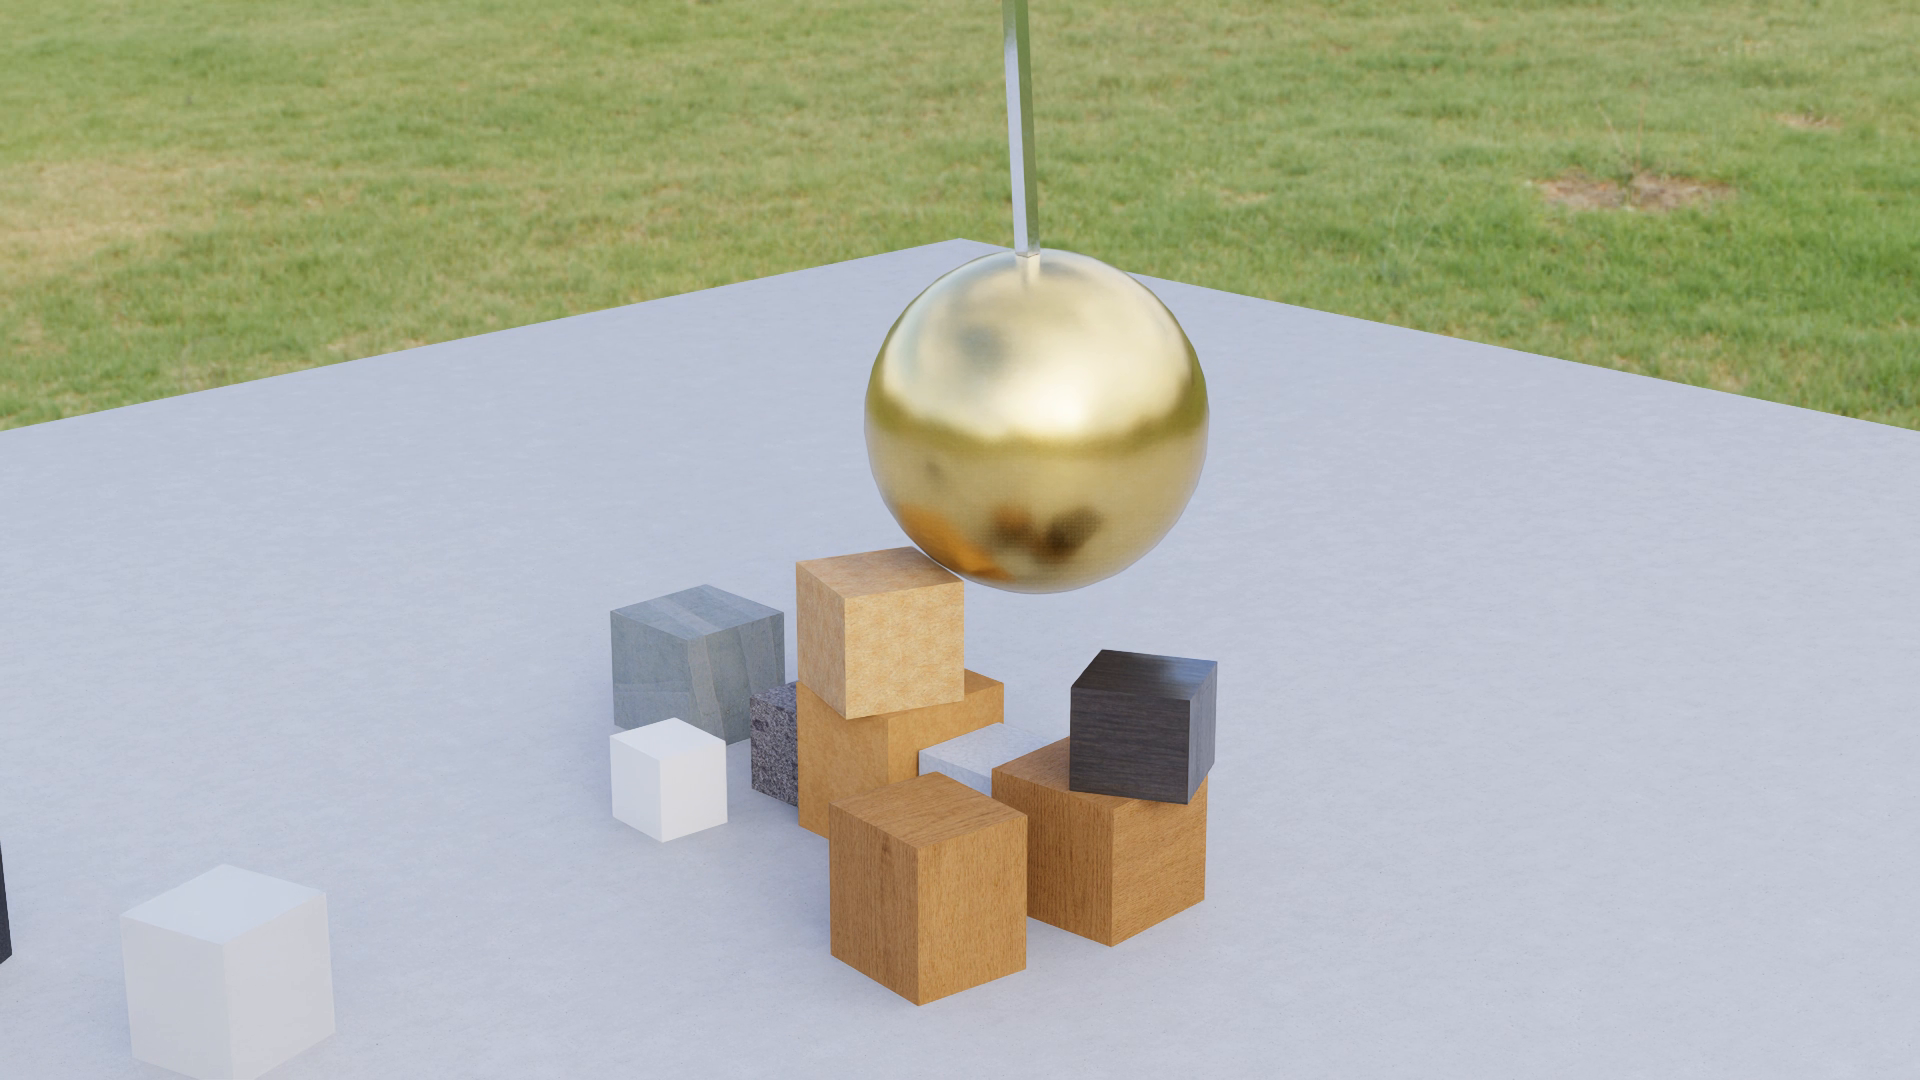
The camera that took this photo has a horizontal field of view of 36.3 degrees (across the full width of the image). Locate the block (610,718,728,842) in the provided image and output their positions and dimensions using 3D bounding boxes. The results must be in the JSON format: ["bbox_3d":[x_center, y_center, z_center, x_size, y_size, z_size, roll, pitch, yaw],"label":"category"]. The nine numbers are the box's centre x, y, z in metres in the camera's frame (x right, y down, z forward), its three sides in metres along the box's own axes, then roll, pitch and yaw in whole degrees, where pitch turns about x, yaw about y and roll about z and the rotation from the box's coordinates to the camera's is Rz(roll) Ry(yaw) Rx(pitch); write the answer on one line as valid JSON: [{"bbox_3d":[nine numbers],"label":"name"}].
[{"bbox_3d":[-1.392,1.143,14.015,0.379,0.416,0.415,-14,22,-38],"label":"block"}]

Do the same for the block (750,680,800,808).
[{"bbox_3d":[-0.675,0.996,14.362,0.480,0.487,0.513,-17,24,-42],"label":"block"}]

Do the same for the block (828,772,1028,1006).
[{"bbox_3d":[-0.137,1.472,12.478,0.577,0.710,0.627,-13,22,-36],"label":"block"}]

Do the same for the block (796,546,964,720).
[{"bbox_3d":[-0.373,0.421,13.599,0.590,0.580,0.591,-8,19,-24],"label":"block"}]

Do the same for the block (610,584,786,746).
[{"bbox_3d":[-1.353,0.667,15.178,0.633,0.627,0.636,-16,24,-41],"label":"block"}]

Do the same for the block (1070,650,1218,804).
[{"bbox_3d":[0.803,0.811,12.811,0.527,0.479,0.513,5,18,17],"label":"block"}]

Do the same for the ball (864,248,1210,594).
[{"bbox_3d":[0.354,-0.548,13.540,1.600,1.600,1.600,0,17,0],"label":"ball"}]

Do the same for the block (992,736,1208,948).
[{"bbox_3d":[0.620,1.315,13.082,0.694,0.646,0.665,15,23,39],"label":"block"}]

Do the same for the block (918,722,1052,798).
[{"bbox_3d":[0.182,1.228,13.528,0.528,0.544,0.522,17,24,42],"label":"block"}]

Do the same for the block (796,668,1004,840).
[{"bbox_3d":[-0.282,1.018,13.885,0.715,0.731,0.664,-15,23,-40],"label":"block"}]

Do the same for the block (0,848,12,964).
[{"bbox_3d":[-4.475,1.602,12.351,0.652,0.538,0.619,4,18,12],"label":"block"}]

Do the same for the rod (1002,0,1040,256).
[{"bbox_3d":[0.153,-3.721,12.333,0.080,5.200,0.080,17,29,42],"label":"rod"}]

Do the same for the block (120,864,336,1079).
[{"bbox_3d":[-2.931,1.743,11.760,0.550,0.624,0.581,10,20,29],"label":"block"}]
